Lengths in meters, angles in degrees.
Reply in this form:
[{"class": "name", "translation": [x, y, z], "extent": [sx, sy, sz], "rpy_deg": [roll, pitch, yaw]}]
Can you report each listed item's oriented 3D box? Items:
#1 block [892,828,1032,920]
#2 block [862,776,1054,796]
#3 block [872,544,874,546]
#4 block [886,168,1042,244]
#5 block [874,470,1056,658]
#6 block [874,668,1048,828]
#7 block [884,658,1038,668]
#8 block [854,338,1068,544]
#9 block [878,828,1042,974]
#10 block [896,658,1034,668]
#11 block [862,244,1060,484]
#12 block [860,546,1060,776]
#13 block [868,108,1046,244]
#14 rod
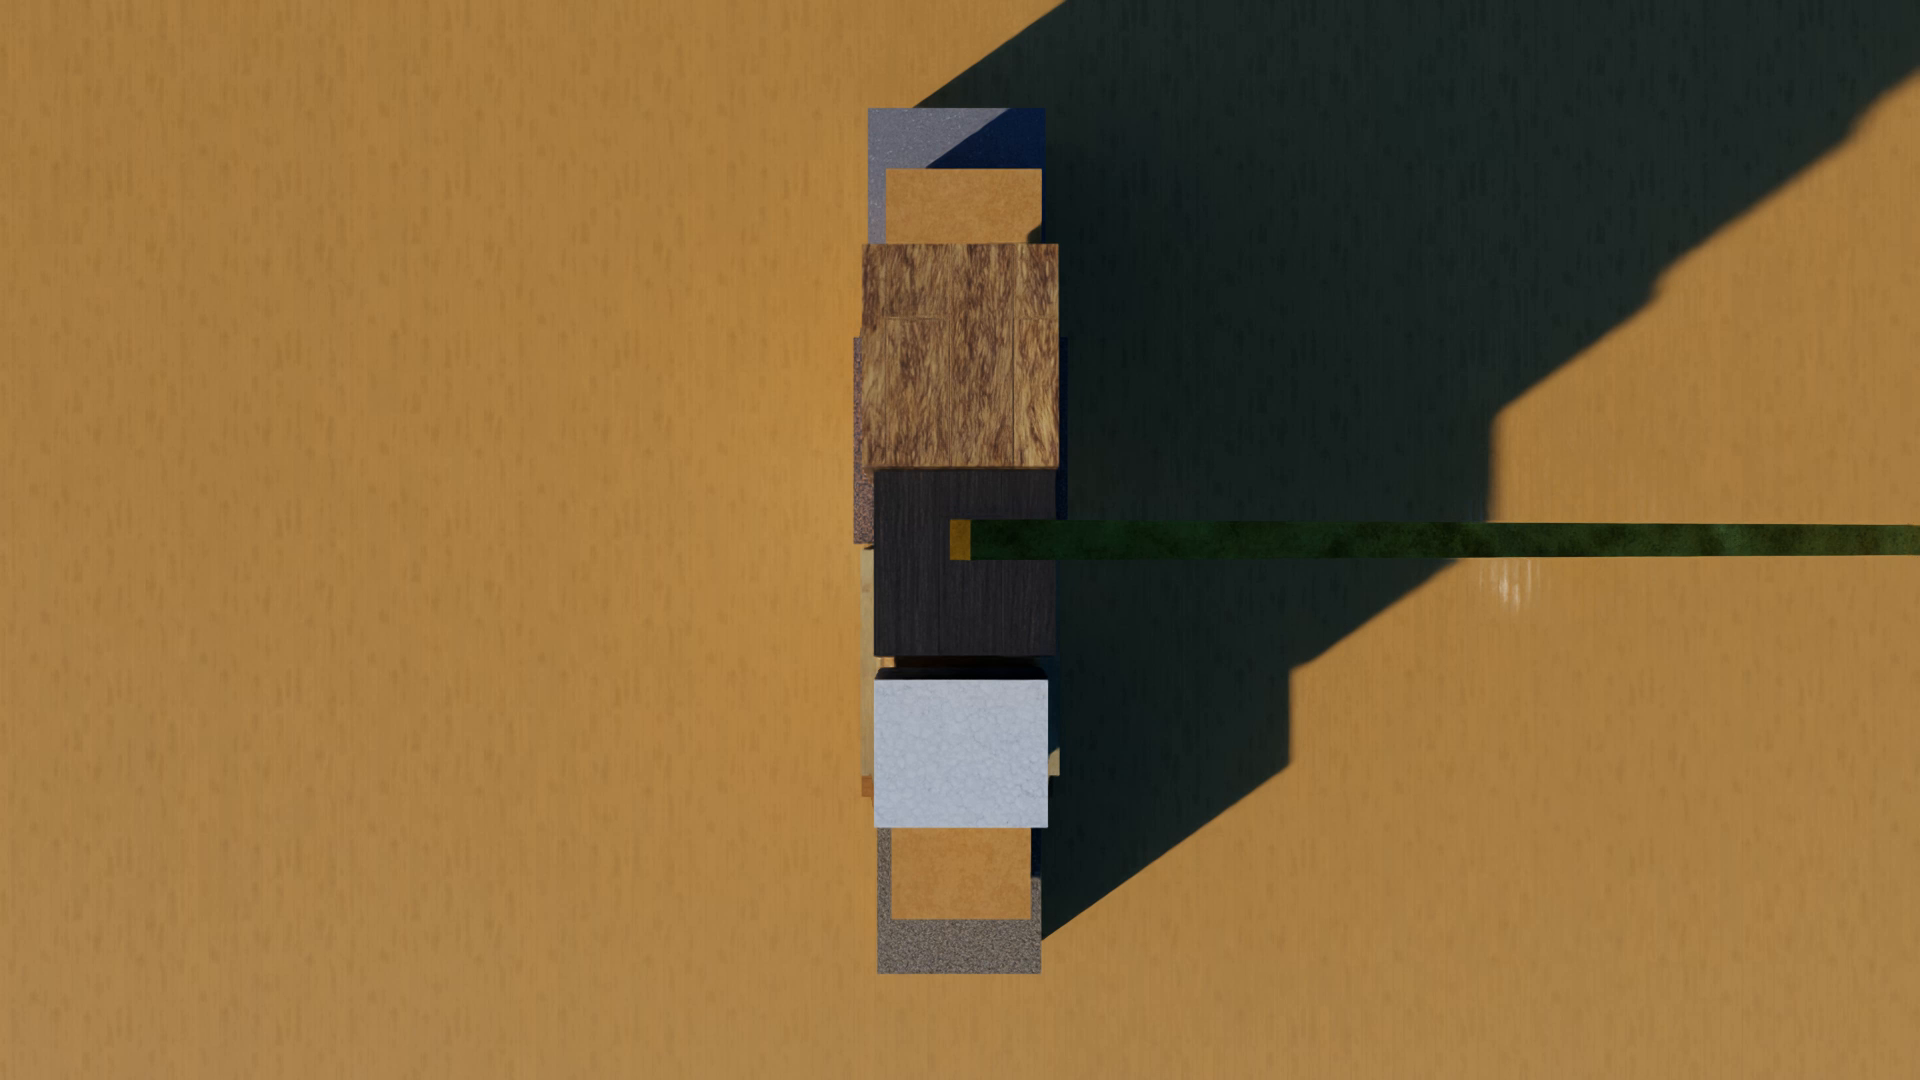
[{"class": "block", "translation": [0.007, 1.566, 11.721], "extent": [0.724, 0.656, 0.767], "rpy_deg": [0, 94, 0]}, {"class": "block", "translation": [-0.014, 0.891, 12.520], "extent": [1.050, 0.960, 1.032], "rpy_deg": [0, 90, 0]}, {"class": "block", "translation": [0.011, -0.145, 12.453], "extent": [0.967, 1.095, 1.020], "rpy_deg": [0, 90, 0]}, {"class": "block", "translation": [0.019, -1.474, 11.793], "extent": [0.807, 0.784, 0.906], "rpy_deg": [0, 90, 0]}, {"class": "block", "translation": [0.018, 0.112, 9.072], "extent": [0.723, 0.684, 0.739], "rpy_deg": [0, 87, 0]}, {"class": "block", "translation": [0.005, 0.862, 9.242], "extent": [0.706, 0.620, 0.602], "rpy_deg": [0, 91, 0]}, {"class": "block", "translation": [0.004, 0.728, 10.521], "extent": [0.712, 0.769, 0.811], "rpy_deg": [0, 91, 0]}, {"class": "block", "translation": [0.003, -0.497, 11.455], "extent": [1.073, 0.900, 1.035], "rpy_deg": [0, 90, 0]}, {"class": "block", "translation": [-0.004, 1.905, 12.565], "extent": [0.905, 0.869, 0.977], "rpy_deg": [0, 90, 0]}, {"class": "block", "translation": [0.019, 0.735, 9.843], "extent": [0.601, 0.587, 0.659], "rpy_deg": [0, 91, 0]}, {"class": "block", "translation": [0.002, -0.702, 9.052], "extent": [0.774, 0.827, 0.879], "rpy_deg": [0, 87, 0]}, {"class": "block", "translation": [0.001, 0.601, 11.407], "extent": [0.986, 1.006, 1.121], "rpy_deg": [0, 91, 0]}, {"class": "block", "translation": [-0.019, -1.944, 12.593], "extent": [0.985, 0.815, 0.900], "rpy_deg": [0, 90, 0]}, {"class": "rod", "translation": [2.234, 0.000, 5.677], "extent": [5.200, 0.080, 0.080], "rpy_deg": [0, 90, -31]}]
